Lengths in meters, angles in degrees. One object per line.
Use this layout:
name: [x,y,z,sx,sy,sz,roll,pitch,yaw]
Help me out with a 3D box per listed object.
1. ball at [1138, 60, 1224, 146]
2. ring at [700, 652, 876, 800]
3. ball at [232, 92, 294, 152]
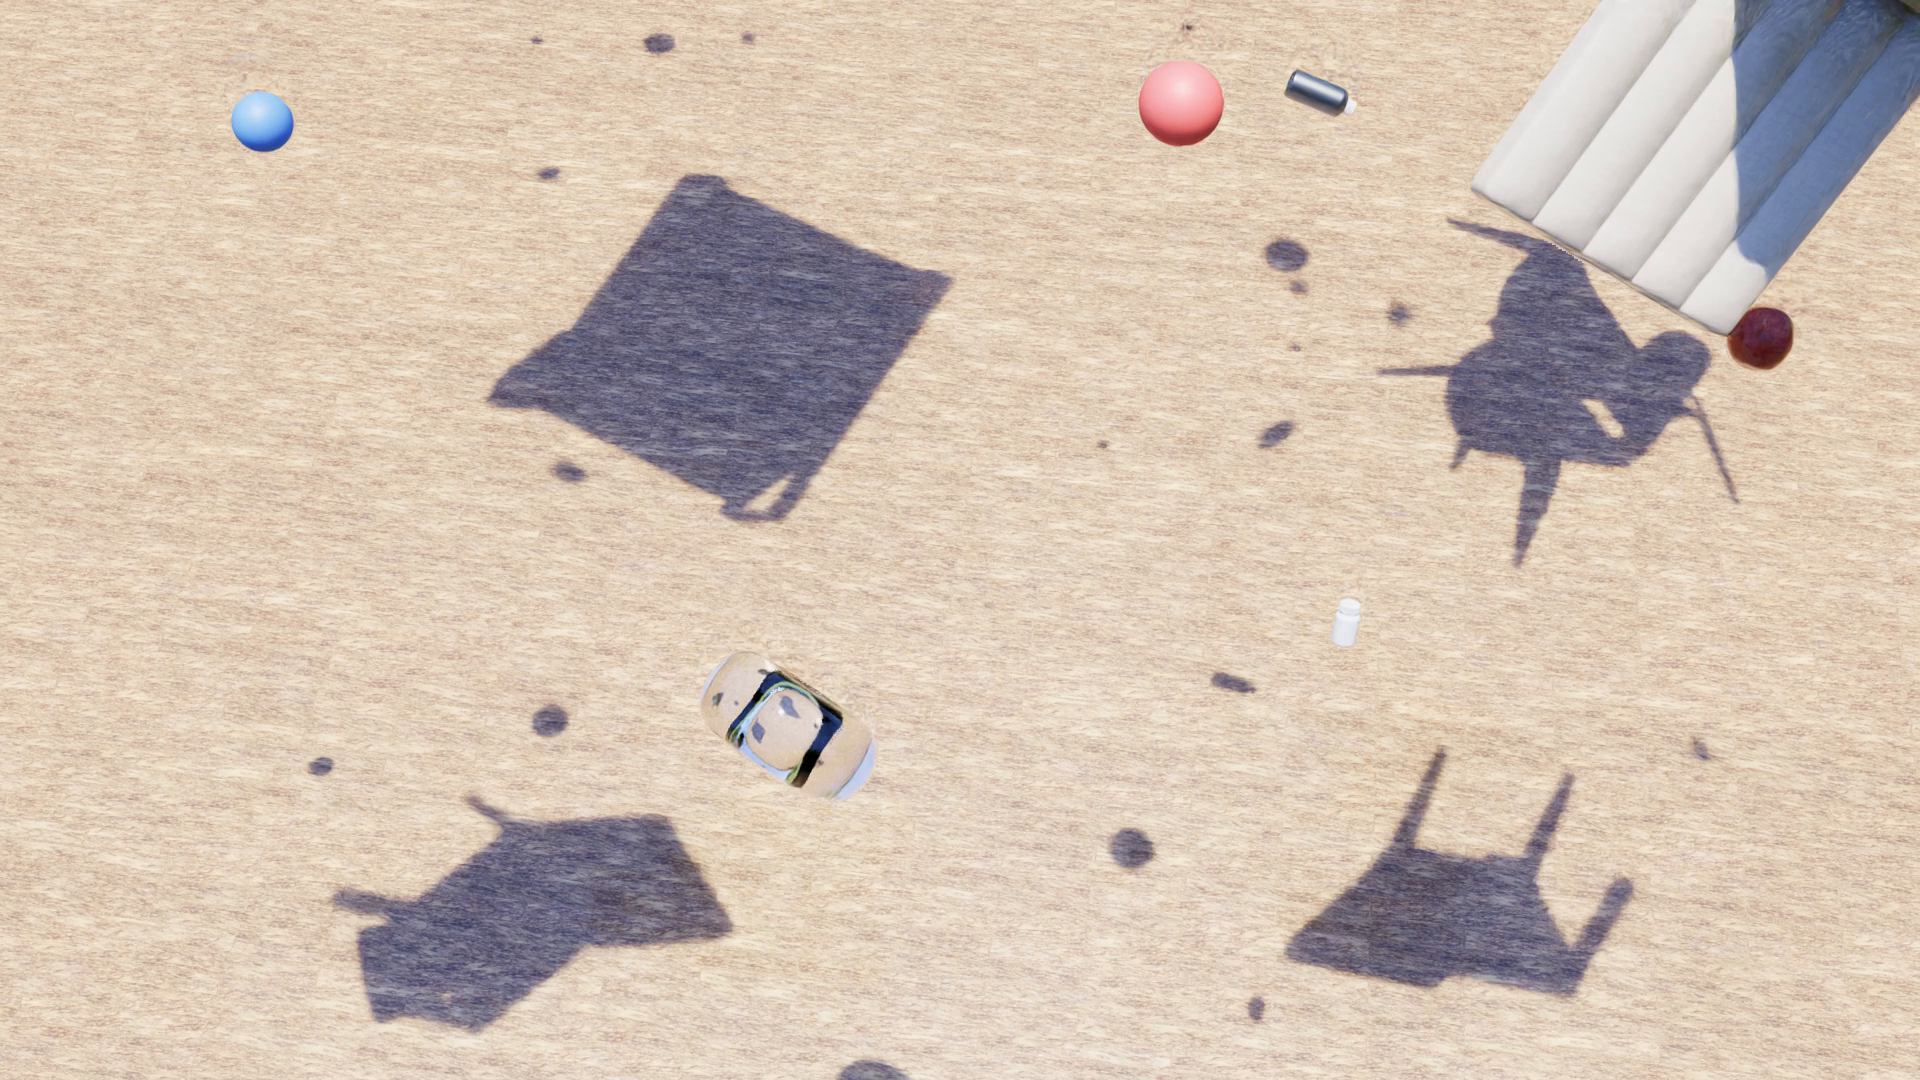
ball: [0.339,-0.669,3.372,0.130,0.130,0.130,0,56,0]
ring: [-0.283,0.306,3.618,0.314,0.280,0.145,33,87,16]
ball: [-1.272,-0.762,4.009,0.109,0.109,0.109,0,56,0]
